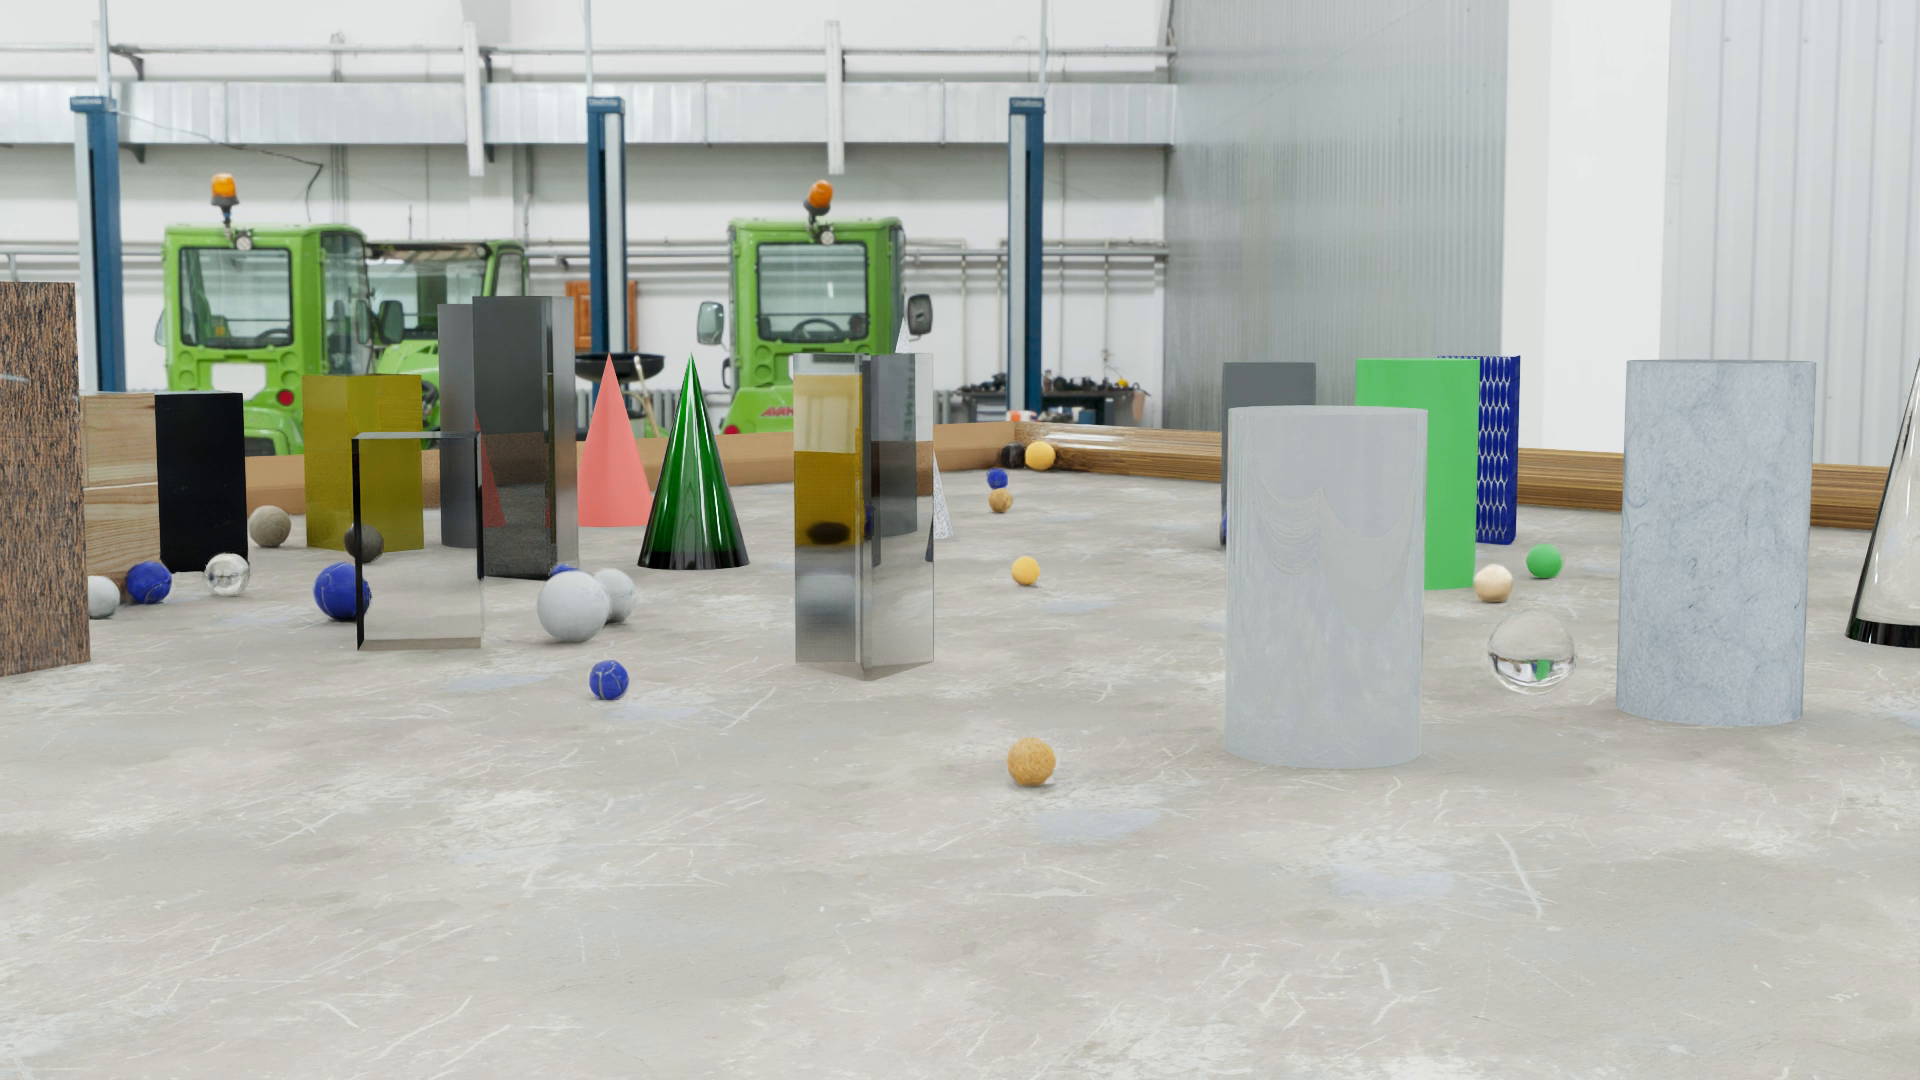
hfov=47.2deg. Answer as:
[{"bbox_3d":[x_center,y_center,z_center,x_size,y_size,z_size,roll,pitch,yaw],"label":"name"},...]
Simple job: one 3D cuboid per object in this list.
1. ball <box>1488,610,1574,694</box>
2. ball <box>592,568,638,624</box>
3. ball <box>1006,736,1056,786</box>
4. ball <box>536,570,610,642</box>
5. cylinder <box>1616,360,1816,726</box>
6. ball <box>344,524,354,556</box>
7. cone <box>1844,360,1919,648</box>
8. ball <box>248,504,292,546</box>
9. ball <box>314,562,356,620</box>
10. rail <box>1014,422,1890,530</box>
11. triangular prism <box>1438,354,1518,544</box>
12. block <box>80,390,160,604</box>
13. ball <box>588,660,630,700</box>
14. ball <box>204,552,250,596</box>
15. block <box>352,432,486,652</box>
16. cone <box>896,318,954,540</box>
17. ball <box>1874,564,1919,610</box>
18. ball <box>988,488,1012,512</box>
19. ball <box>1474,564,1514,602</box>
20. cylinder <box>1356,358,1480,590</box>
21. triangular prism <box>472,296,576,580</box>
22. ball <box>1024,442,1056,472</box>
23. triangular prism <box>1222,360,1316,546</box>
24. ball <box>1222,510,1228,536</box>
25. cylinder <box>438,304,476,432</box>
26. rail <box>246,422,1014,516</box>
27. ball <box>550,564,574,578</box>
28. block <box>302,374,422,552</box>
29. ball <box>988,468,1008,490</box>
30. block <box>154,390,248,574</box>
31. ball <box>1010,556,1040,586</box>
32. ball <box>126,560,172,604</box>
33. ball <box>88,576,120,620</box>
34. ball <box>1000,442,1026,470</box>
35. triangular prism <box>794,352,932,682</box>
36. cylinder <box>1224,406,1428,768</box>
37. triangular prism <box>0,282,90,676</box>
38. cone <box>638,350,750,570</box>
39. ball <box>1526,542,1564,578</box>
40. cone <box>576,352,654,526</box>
[{"bbox_3d":[0.664,0.131,2.558,0.098,0.098,0.098,0,6,0],"label":"ball"},{"bbox_3d":[-0.500,0.080,3.141,0.078,0.078,0.078,0,6,0],"label":"ball"},{"bbox_3d":[0.067,0.208,2.066,0.046,0.046,0.046,0,6,0],"label":"ball"},{"bbox_3d":[-0.521,0.089,2.958,0.097,0.097,0.097,0,6,0],"label":"ball"},{"bbox_3d":[0.838,-0.004,2.444,0.198,0.389,0.198,0,6,0],"label":"cylinder"},{"bbox_3d":[-1.067,0.000,3.939,0.071,0.071,0.071,0,6,0],"label":"ball"},{"bbox_3d":[1.312,-0.104,2.971,0.198,0.479,0.198,0,6,0],"label":"cone"},{"bbox_3d":[-1.306,-0.027,4.156,0.080,0.080,0.080,0,6,0],"label":"ball"},{"bbox_3d":[-0.888,0.074,3.170,0.084,0.084,0.084,0,6,0],"label":"ball"},{"bbox_3d":[1.556,-0.115,4.760,0.045,0.129,4.177,-5,8,-42],"label":"rail"},{"bbox_3d":[1.042,-0.180,4.286,0.149,0.358,0.172,-5,8,-42],"label":"triangular prism"},{"bbox_3d":[-1.348,-0.065,3.370,0.159,0.319,0.159,3,7,29],"label":"block"},{"bbox_3d":[-0.403,0.160,2.526,0.046,0.046,0.046,0,6,0],"label":"ball"},{"bbox_3d":[-1.144,0.054,3.434,0.069,0.069,0.069,0,6,0],"label":"ball"},{"bbox_3d":[-0.726,-0.002,2.960,0.159,0.279,0.159,-1,6,-10],"label":"block"},{"bbox_3d":[-0.112,-0.224,4.352,0.198,0.433,0.198,0,6,0],"label":"cone"},{"bbox_3d":[1.398,0.071,3.274,0.068,0.068,0.068,0,6,0],"label":"ball"},{"bbox_3d":[0.090,-0.087,4.859,0.054,0.054,0.054,0,6,0],"label":"ball"},{"bbox_3d":[0.816,0.066,3.365,0.059,0.059,0.059,0,6,0],"label":"ball"},{"bbox_3d":[0.745,-0.112,3.600,0.198,0.366,0.198,0,6,0],"label":"cylinder"},{"bbox_3d":[-0.701,-0.175,3.709,0.172,0.468,0.149,4,7,32],"label":"triangular prism"},{"bbox_3d":[0.222,-0.233,6.110,0.084,0.084,0.084,0,6,0],"label":"ball"},{"bbox_3d":[0.592,-0.169,4.230,0.172,0.348,0.149,1,6,8],"label":"triangular prism"},{"bbox_3d":[0.538,-0.030,4.118,0.094,0.094,0.094,0,6,0],"label":"ball"},{"bbox_3d":[-0.906,-0.228,4.264,0.198,0.457,0.198,0,6,0],"label":"cylinder"},{"bbox_3d":[-1.400,-0.124,4.841,4.281,0.129,0.045,-5,8,-42],"label":"rail"},{"bbox_3d":[-0.635,0.059,3.522,0.041,0.041,0.041,0,6,0],"label":"ball"},{"bbox_3d":[-1.127,-0.150,4.157,0.159,0.324,0.159,6,8,43],"label":"block"},{"bbox_3d":[0.094,-0.150,5.471,0.053,0.053,0.053,0,6,0],"label":"ball"},{"bbox_3d":[-1.344,-0.105,3.823,0.159,0.304,0.159,-4,7,-33],"label":"block"},{"bbox_3d":[0.106,0.050,3.576,0.047,0.047,0.047,0,6,0],"label":"ball"},{"bbox_3d":[-1.235,0.064,3.352,0.066,0.066,0.066,0,6,0],"label":"ball"},{"bbox_3d":[-1.249,0.083,3.180,0.064,0.064,0.064,0,6,0],"label":"ball"},{"bbox_3d":[0.150,-0.238,6.196,0.076,0.076,0.076,0,6,0],"label":"ball"},{"bbox_3d":[-0.097,-0.036,2.742,0.149,0.392,0.172,-4,7,-34],"label":"triangular prism"},{"bbox_3d":[0.369,0.041,2.225,0.198,0.345,0.198,0,6,0],"label":"cylinder"},{"bbox_3d":[-1.172,-0.080,2.741,0.149,0.480,0.172,-4,7,-33],"label":"triangular prism"},{"bbox_3d":[-0.470,-0.146,3.864,0.198,0.377,0.198,0,6,0],"label":"cone"},{"bbox_3d":[0.975,0.034,3.667,0.060,0.060,0.060,0,6,0],"label":"ball"},{"bbox_3d":[-0.735,-0.215,4.624,0.198,0.358,0.198,0,6,0],"label":"cone"}]
